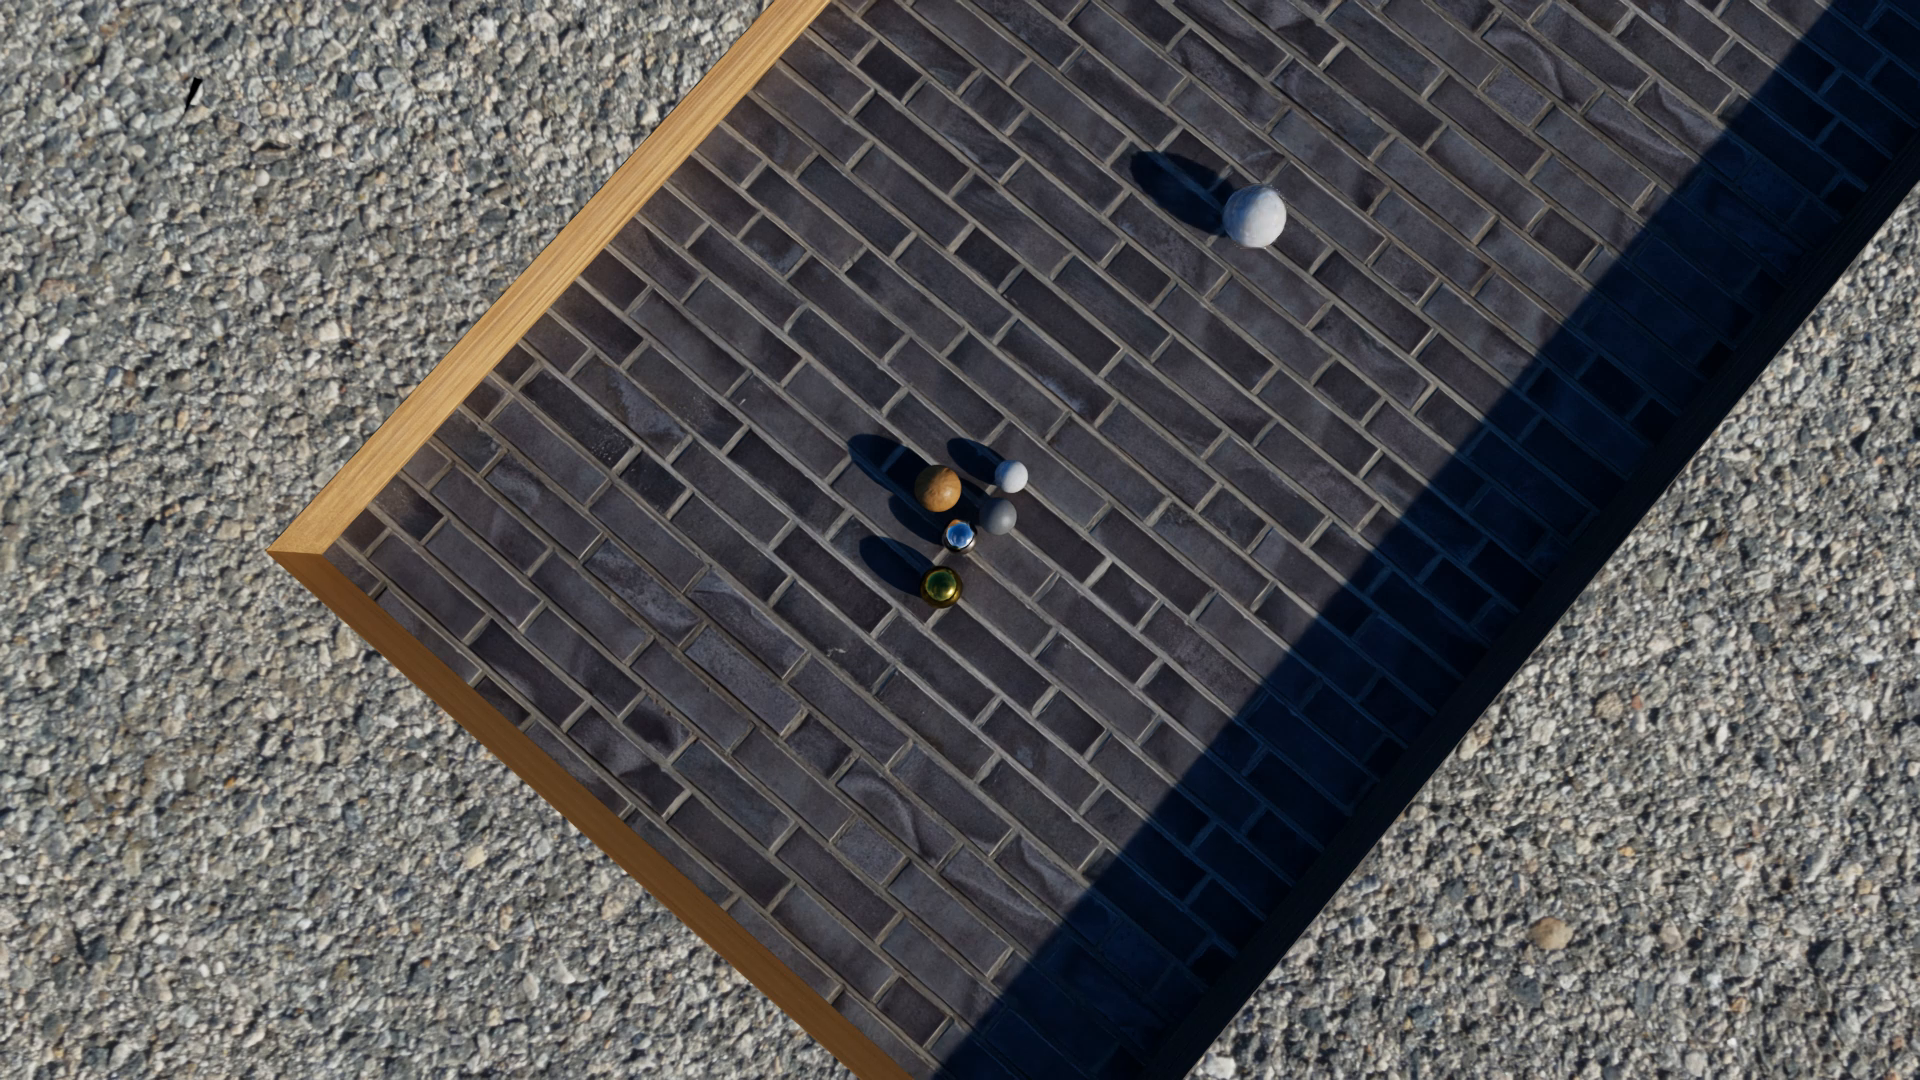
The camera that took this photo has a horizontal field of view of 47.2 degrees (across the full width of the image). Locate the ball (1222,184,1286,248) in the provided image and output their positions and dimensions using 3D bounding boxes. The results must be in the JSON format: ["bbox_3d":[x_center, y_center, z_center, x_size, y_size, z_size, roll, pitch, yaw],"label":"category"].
[{"bbox_3d":[0.449,-0.493,3.353,0.096,0.096,0.096,0,80,0],"label":"ball"}]

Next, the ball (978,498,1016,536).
[{"bbox_3d":[0.056,-0.035,3.293,0.058,0.058,0.058,0,80,0],"label":"ball"}]

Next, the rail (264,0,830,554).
[{"bbox_3d":[-0.103,-0.978,3.420,0.045,0.125,2.725,40,83,6],"label":"rail"}]

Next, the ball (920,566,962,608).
[{"bbox_3d":[-0.028,0.070,3.272,0.065,0.065,0.065,0,80,0],"label":"ball"}]

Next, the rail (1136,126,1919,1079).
[{"bbox_3d":[0.991,-0.053,3.261,0.045,0.125,2.725,40,83,6],"label":"rail"}]

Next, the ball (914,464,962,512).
[{"bbox_3d":[-0.033,-0.077,3.294,0.071,0.071,0.071,0,80,0],"label":"ball"}]

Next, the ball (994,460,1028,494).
[{"bbox_3d":[0.077,-0.096,3.307,0.051,0.051,0.051,0,80,0],"label":"ball"}]

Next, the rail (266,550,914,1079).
[{"bbox_3d":[-0.428,0.486,3.169,1.489,0.125,0.045,40,83,6],"label":"rail"}]

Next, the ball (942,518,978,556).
[{"bbox_3d":[0.000,-0.005,3.289,0.056,0.056,0.056,0,80,0],"label":"ball"}]
